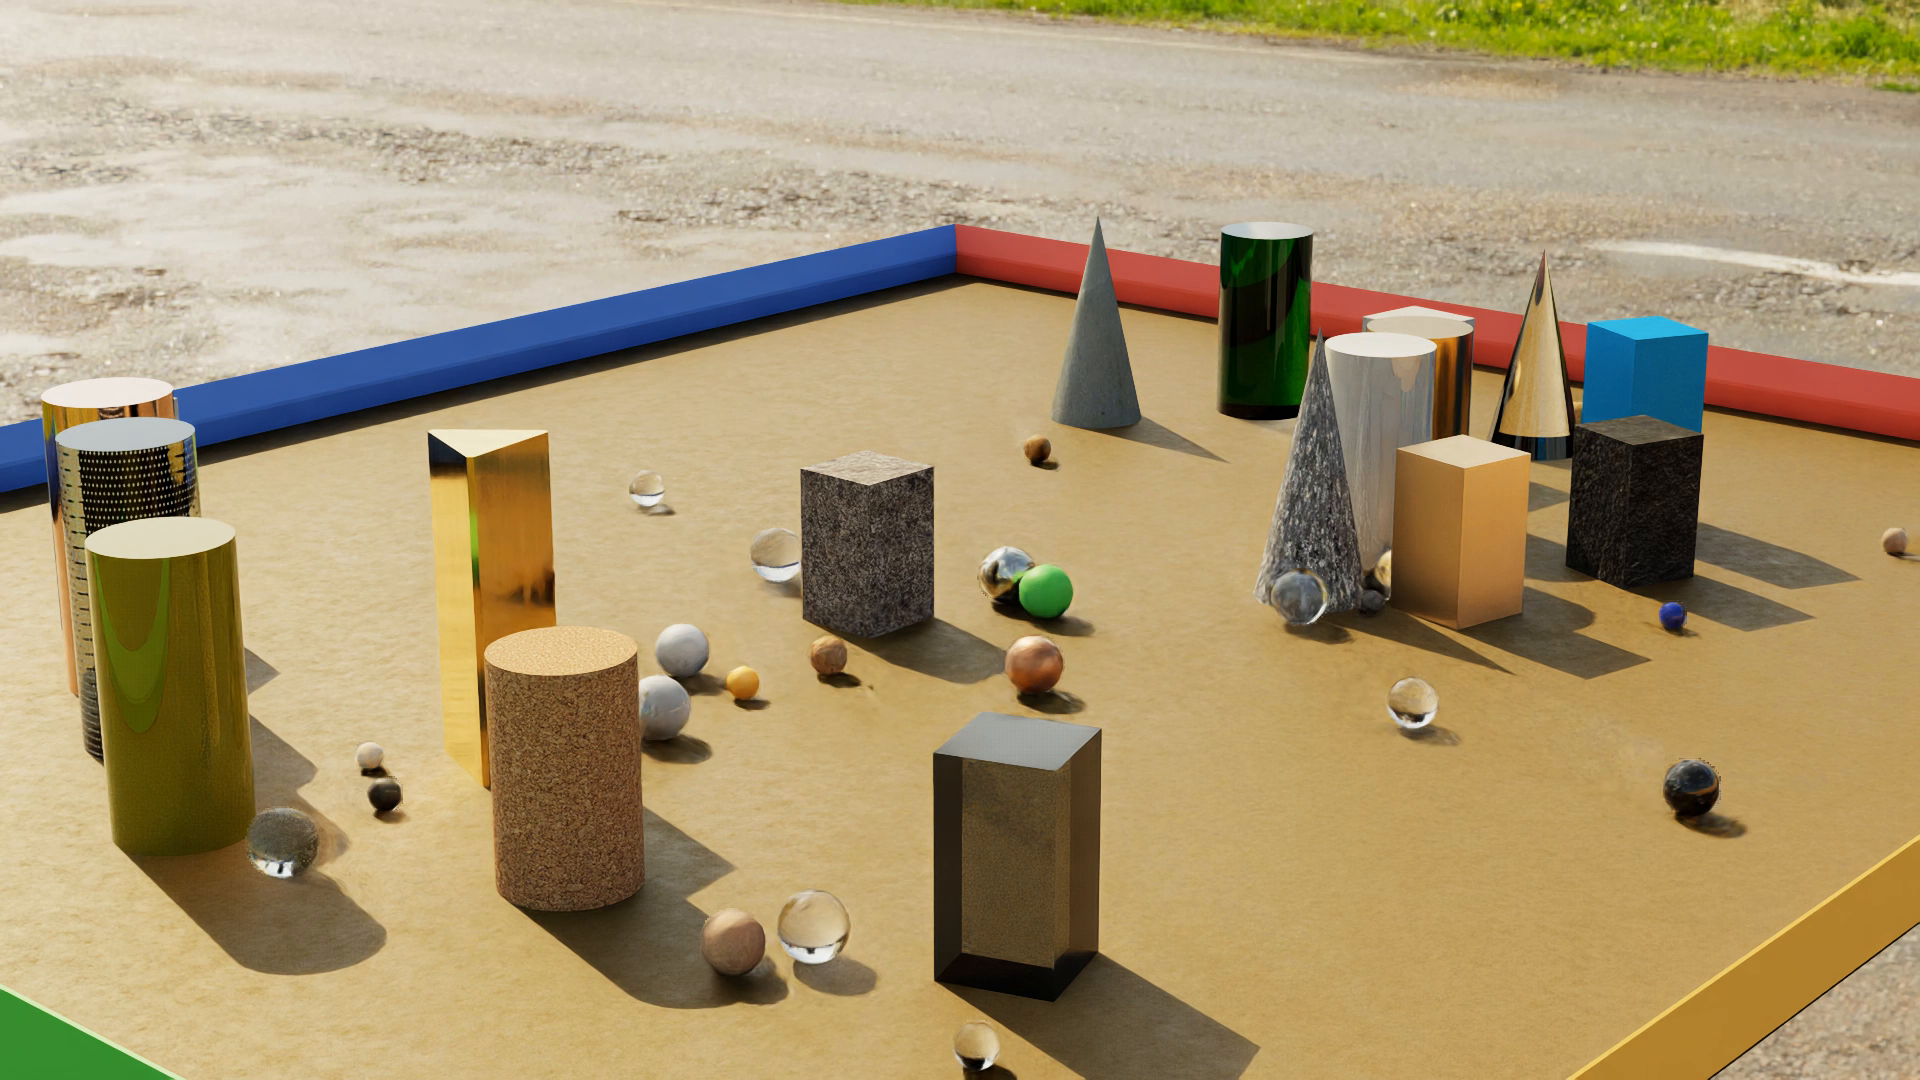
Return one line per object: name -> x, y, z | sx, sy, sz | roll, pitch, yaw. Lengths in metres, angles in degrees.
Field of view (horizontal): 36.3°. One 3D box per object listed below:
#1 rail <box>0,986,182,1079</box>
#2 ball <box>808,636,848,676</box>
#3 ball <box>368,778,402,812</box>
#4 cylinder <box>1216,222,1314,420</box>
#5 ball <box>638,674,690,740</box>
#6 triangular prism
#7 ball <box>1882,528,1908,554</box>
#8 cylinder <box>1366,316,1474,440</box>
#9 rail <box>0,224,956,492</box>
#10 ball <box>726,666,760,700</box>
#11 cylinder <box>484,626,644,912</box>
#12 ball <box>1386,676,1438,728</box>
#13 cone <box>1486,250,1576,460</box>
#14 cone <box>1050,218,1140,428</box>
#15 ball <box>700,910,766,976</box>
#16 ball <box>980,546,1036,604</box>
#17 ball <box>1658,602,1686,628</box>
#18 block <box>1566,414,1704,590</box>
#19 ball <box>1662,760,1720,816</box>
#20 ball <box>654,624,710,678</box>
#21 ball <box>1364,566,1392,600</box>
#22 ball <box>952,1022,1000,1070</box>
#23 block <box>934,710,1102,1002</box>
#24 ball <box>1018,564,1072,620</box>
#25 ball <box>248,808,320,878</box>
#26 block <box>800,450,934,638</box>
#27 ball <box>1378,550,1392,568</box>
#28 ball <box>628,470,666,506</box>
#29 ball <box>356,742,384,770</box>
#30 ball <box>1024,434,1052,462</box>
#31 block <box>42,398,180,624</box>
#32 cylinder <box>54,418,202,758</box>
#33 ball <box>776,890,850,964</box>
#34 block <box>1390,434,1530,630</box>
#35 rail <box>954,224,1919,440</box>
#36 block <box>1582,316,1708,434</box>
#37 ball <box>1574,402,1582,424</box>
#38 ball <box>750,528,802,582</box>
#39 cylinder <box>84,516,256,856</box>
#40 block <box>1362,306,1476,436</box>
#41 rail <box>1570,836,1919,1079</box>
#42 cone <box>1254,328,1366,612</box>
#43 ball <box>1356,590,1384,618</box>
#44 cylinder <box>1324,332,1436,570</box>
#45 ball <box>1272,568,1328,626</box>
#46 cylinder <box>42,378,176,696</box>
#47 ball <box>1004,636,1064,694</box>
rail -> -1.371, 0.488, 3.608 | 3.709, 0.129, 0.045 | 14, 22, 39
ball -> -0.212, 0.187, 4.726 | 0.063, 0.063, 0.063 | 0, 17, 0
ball -> -0.818, 0.362, 4.171 | 0.048, 0.048, 0.048 | 0, 17, 0
cylinder -> 0.659, -0.475, 6.346 | 0.199, 0.395, 0.199 | 0, 17, 0
ball -> -0.457, 0.254, 4.439 | 0.099, 0.099, 0.099 | 0, 17, 0
triangular prism -> -0.708, 0.089, 4.298 | 0.149, 0.496, 0.172 | 10, 19, 30
ball -> 1.712, 0.001, 5.368 | 0.048, 0.048, 0.048 | 0, 17, 0
cylinder -> 0.864, -0.224, 5.559 | 0.199, 0.368, 0.199 | 0, 17, 0
rail -> -1.382, -0.314, 6.269 | 0.045, 0.129, 4.230 | 14, 22, 39
ball -> -0.341, 0.225, 4.617 | 0.052, 0.052, 0.052 | 0, 17, 0
cylinder -> -0.523, 0.301, 3.888 | 0.199, 0.327, 0.199 | 0, 17, 0
ball -> 0.693, 0.249, 4.490 | 0.080, 0.080, 0.080 | 0, 17, 0
cone -> 1.190, -0.393, 6.028 | 0.199, 0.421, 0.199 | 0, 17, 0
cone -> 0.293, -0.479, 6.277 | 0.199, 0.443, 0.199 | 0, 17, 0
ball -> -0.282, 0.502, 3.647 | 0.082, 0.082, 0.082 | 0, 17, 0
ball -> 0.084, 0.061, 5.081 | 0.099, 0.099, 0.099 | 0, 17, 0
ball -> 1.203, 0.128, 4.953 | 0.045, 0.045, 0.045 | 0, 17, 0
block -> 1.202, -0.069, 5.229 | 0.159, 0.263, 0.159 | -9, 19, -26
ball -> 1.034, 0.351, 4.150 | 0.080, 0.080, 0.080 | 0, 17, 0
ball -> -0.446, 0.178, 4.713 | 0.088, 0.088, 0.088 | 0, 17, 0
ball -> 0.732, 0.076, 5.091 | 0.060, 0.060, 0.060 | 0, 17, 0
ball -> 0.019, 0.588, 3.407 | 0.055, 0.055, 0.055 | 0, 17, 0
block -> 0.072, 0.390, 3.636 | 0.159, 0.302, 0.159 | 7, 18, 22
ball -> 0.146, 0.089, 5.000 | 0.093, 0.093, 0.093 | 0, 17, 0
ball -> -0.909, 0.407, 3.942 | 0.094, 0.094, 0.094 | 0, 17, 0
block -> -0.156, 0.005, 4.975 | 0.159, 0.267, 0.159 | 14, 22, 40
ball -> 0.769, 0.053, 5.143 | 0.076, 0.076, 0.076 | 0, 17, 0
ball -> -0.605, -0.100, 5.665 | 0.070, 0.070, 0.070 | 0, 17, 0
ball -> -0.870, 0.319, 4.327 | 0.040, 0.040, 0.040 | 0, 17, 0
ball -> 0.158, -0.186, 5.976 | 0.056, 0.056, 0.056 | 0, 17, 0
block -> -1.419, -0.044, 4.951 | 0.159, 0.376, 0.159 | 5, 17, 16
cylinder -> -1.228, 0.073, 4.384 | 0.199, 0.478, 0.199 | 0, 17, 0
ball -> -0.184, 0.486, 3.681 | 0.093, 0.093, 0.093 | 0, 17, 0
block -> 0.854, -0.015, 5.015 | 0.159, 0.283, 0.159 | -12, 21, -35
rail -> 1.371, -0.423, 6.632 | 3.709, 0.129, 0.045 | 14, 22, 39
block -> 1.284, -0.217, 5.527 | 0.159, 0.374, 0.159 | -6, 18, -20
ball -> 1.307, -0.263, 6.223 | 0.061, 0.061, 0.061 | 0, 17, 0
ball -> -0.325, 0.026, 5.198 | 0.098, 0.098, 0.098 | 0, 17, 0
cylinder -> -1.087, 0.201, 4.049 | 0.199, 0.427, 0.199 | 0, 17, 0
block -> 0.925, -0.305, 5.951 | 0.159, 0.299, 0.159 | -14, 22, -39
rail -> 1.382, 0.379, 3.970 | 0.045, 0.129, 4.230 | 14, 22, 39
cone -> 0.614, -0.135, 5.064 | 0.199, 0.483, 0.199 | 0, 17, 0
ball -> 0.701, 0.108, 5.012 | 0.048, 0.048, 0.048 | 0, 17, 0
cylinder -> 0.754, -0.162, 5.309 | 0.199, 0.394, 0.199 | 0, 17, 0
ball -> 0.576, 0.096, 4.969 | 0.097, 0.097, 0.097 | 0, 17, 0
cylinder -> -1.330, -0.003, 4.640 | 0.199, 0.475, 0.199 | 0, 17, 0
ball -> 0.117, 0.198, 4.638 | 0.093, 0.093, 0.093 | 0, 17, 0
